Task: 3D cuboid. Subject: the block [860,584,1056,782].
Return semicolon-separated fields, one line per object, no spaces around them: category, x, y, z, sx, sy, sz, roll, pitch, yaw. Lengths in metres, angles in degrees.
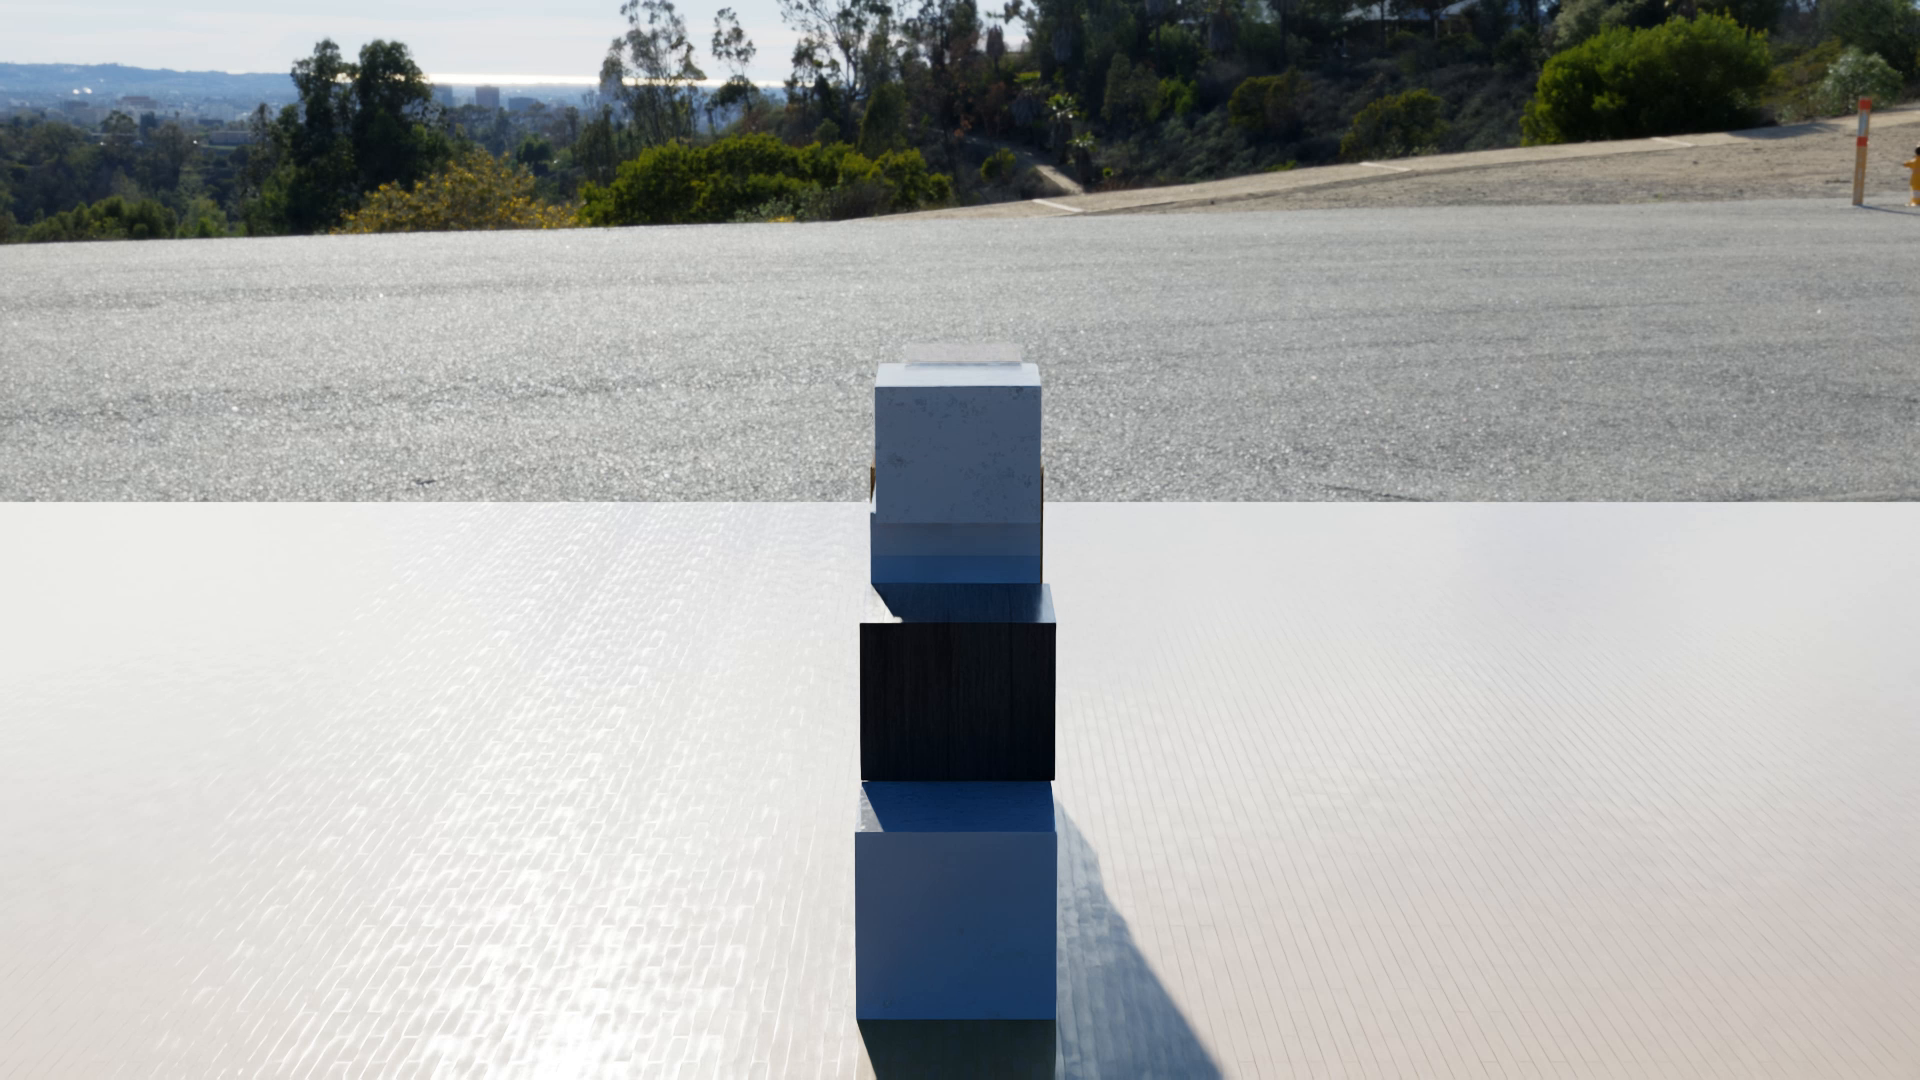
block;-0.009;0.571;10.515;0.774;0.643;0.785;0;10;0

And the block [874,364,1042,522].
block;-0.008;-0.416;10.814;0.680;0.567;0.614;0;13;0

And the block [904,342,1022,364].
block;0.015;-0.561;11.373;0.507;0.542;0.505;0;15;0

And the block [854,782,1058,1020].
block;-0.015;1.381;9.925;0.754;0.731;0.694;0;10;0

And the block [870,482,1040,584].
block;-0.020;0.210;11.241;0.717;0.840;0.765;0;13;0

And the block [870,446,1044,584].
block;-0.014;0.041;11.986;0.780;0.885;0.716;0;10;0
